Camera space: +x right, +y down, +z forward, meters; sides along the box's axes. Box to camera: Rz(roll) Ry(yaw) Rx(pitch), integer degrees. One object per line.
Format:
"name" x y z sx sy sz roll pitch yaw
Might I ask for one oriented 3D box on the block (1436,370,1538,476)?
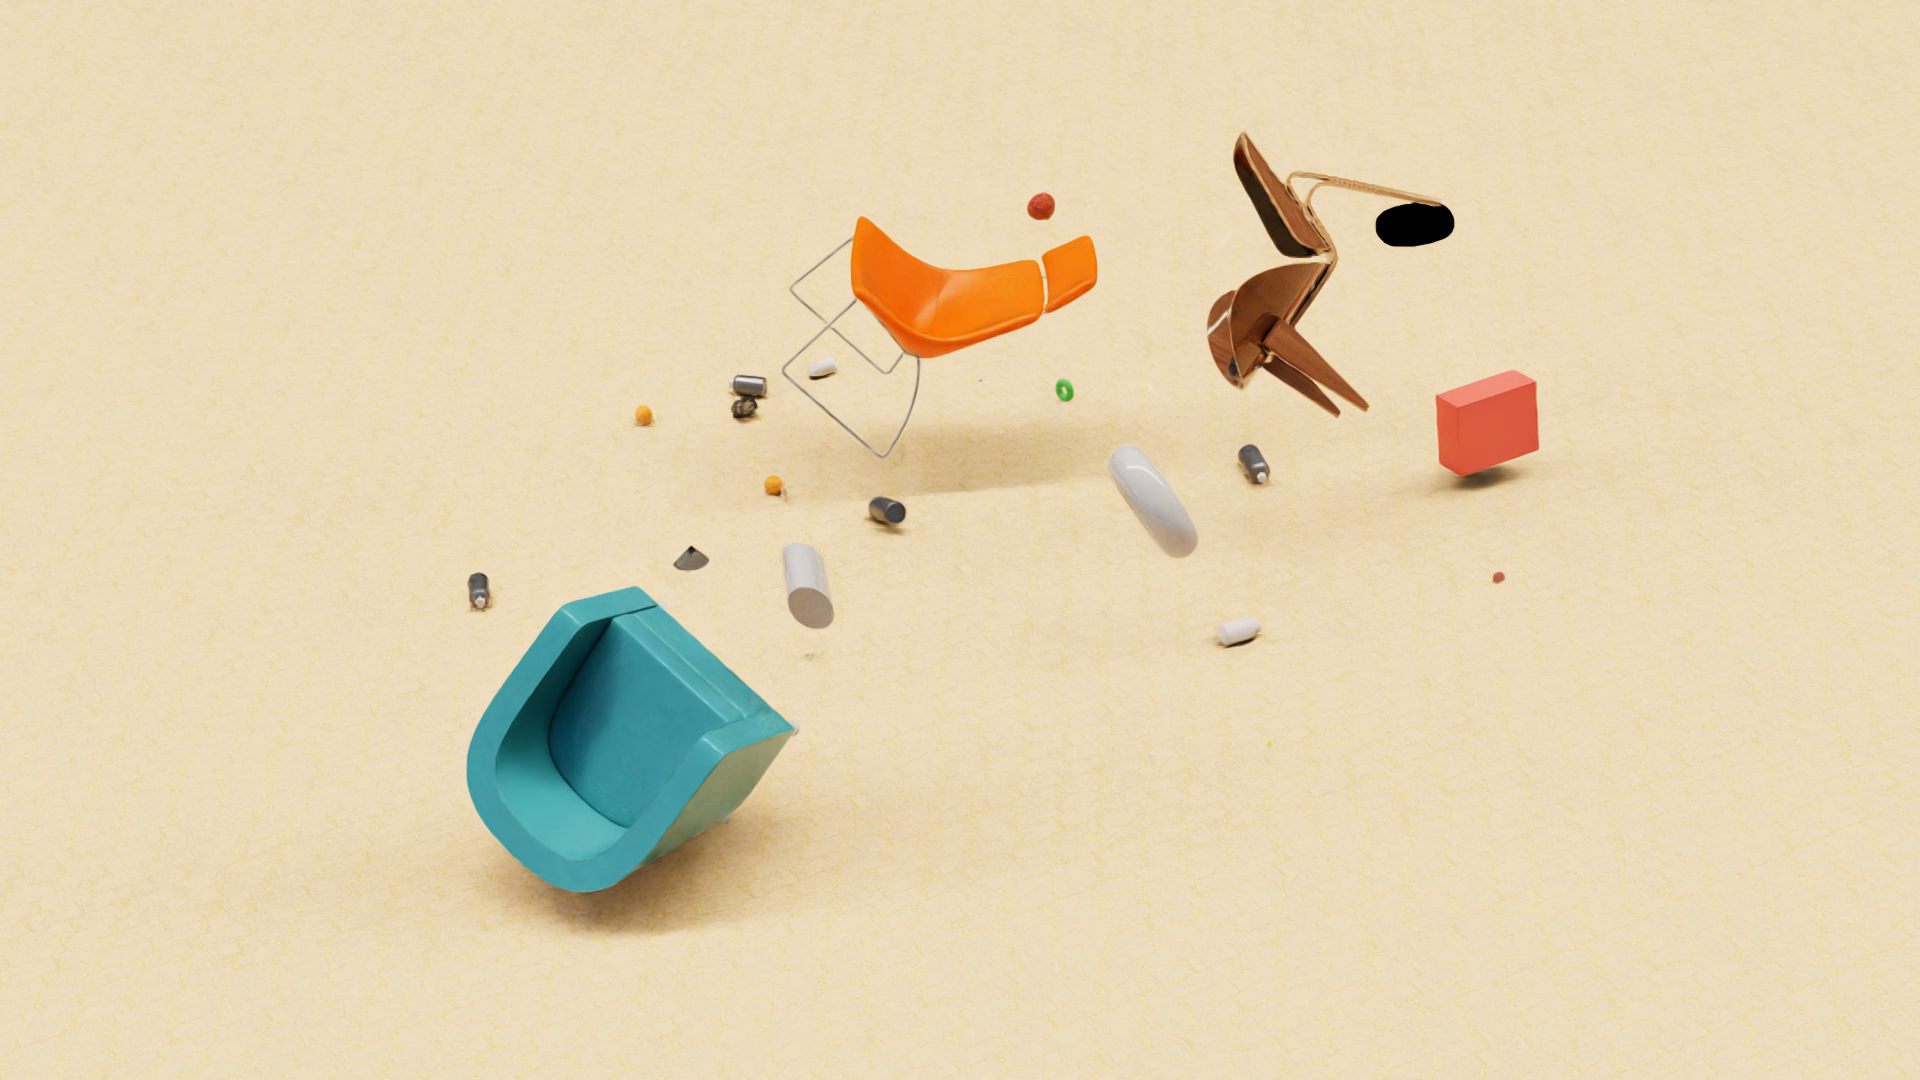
"block" 2.011 -0.448 11.179 0.355 0.291 0.148 -18 29 -19

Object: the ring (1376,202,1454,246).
"ring" 1.721 -1.195 11.100 0.310 0.134 0.139 -5 34 29

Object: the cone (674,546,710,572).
"cone" -0.990 0.051 10.798 0.139 0.076 0.112 -15 36 -21

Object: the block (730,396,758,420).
"block" -0.858 -0.526 11.664 0.084 0.072 0.050 -17 75 -24

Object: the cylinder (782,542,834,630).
"cylinder" -0.470 0.142 9.055 0.127 0.223 0.179 -20 49 10

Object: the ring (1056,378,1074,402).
"ring" 0.420 -0.601 11.762 0.086 0.104 0.029 22 42 30

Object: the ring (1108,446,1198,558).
"ring" 0.664 -0.132 10.071 0.144 0.447 0.296 -35 3 0
